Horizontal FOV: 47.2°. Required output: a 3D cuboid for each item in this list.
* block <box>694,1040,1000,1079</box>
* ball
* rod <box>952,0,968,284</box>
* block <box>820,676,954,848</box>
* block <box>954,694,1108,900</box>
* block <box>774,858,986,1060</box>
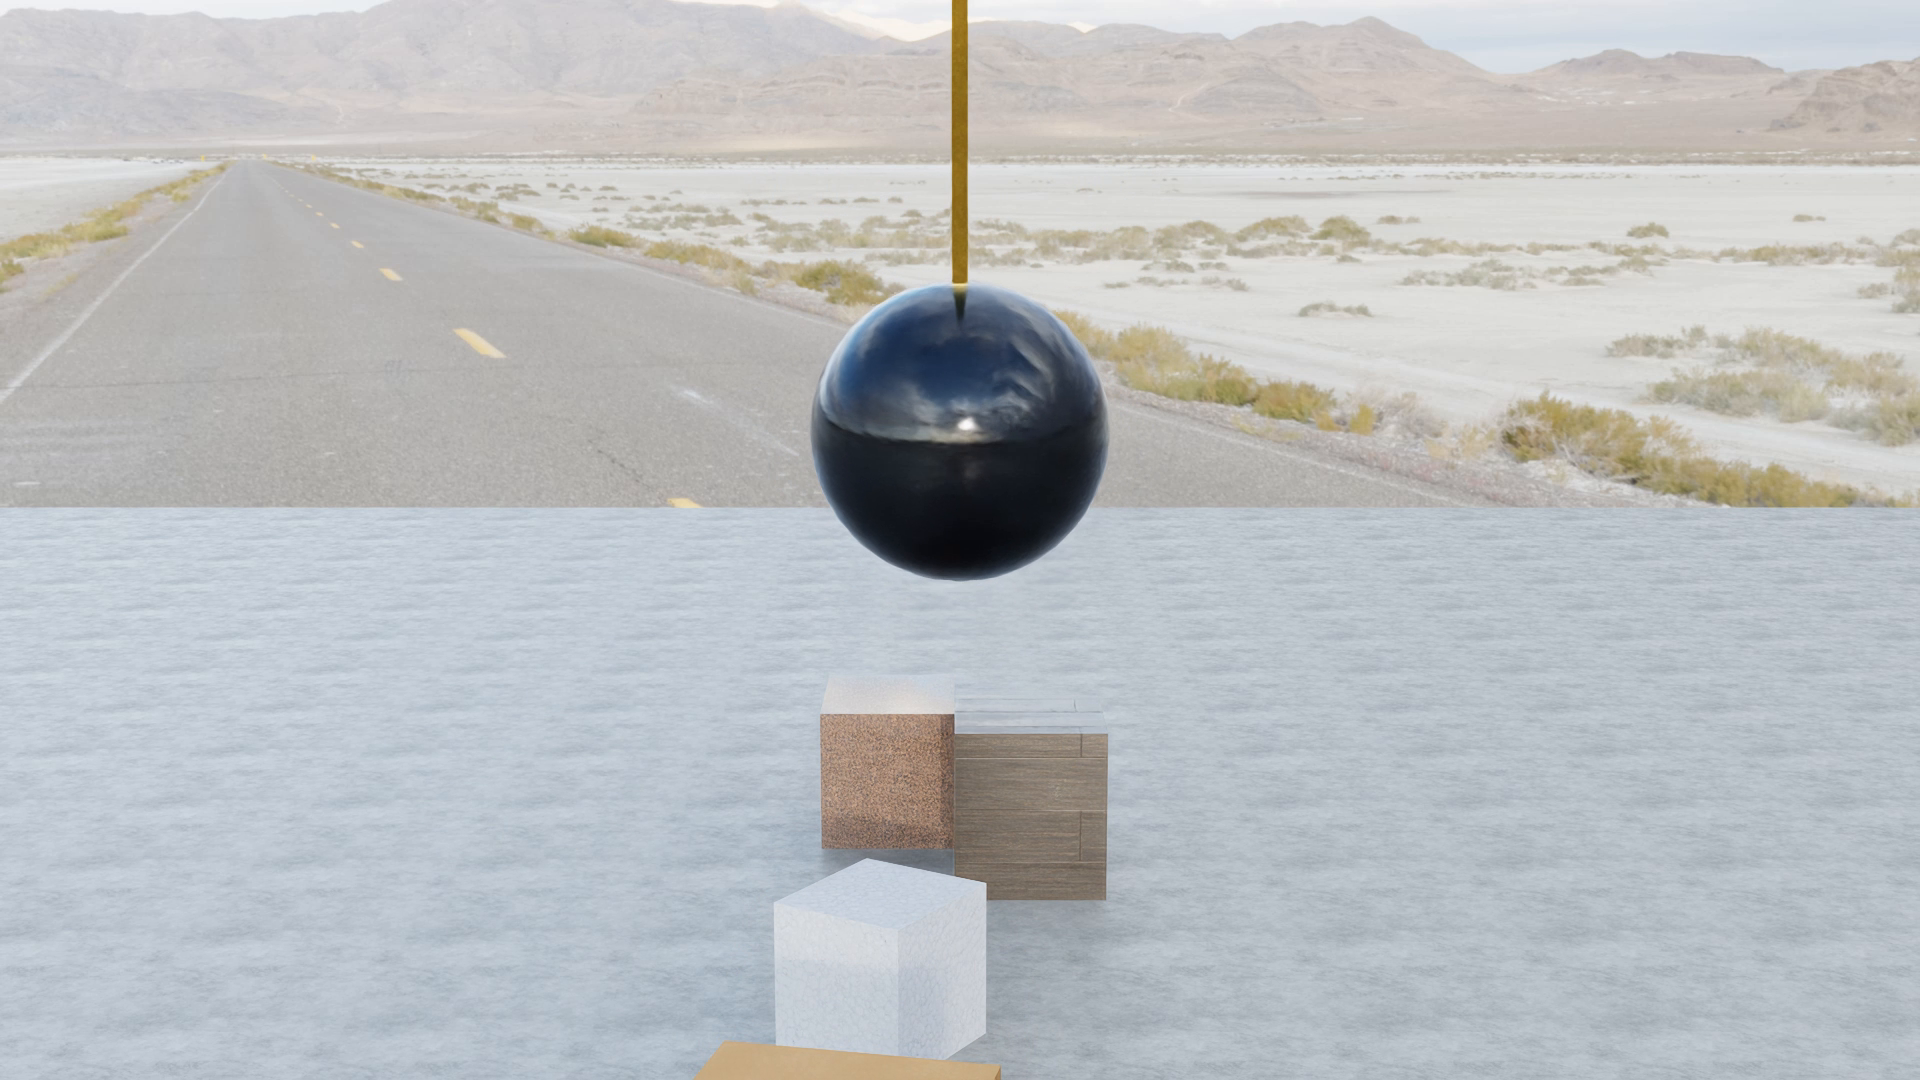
[{"bbox_3d":[-0.372,1.996,6.317,0.856,0.812,0.706,2,11,12],"label":"block"},{"bbox_3d":[0.000,-0.579,11.700,1.600,1.600,1.600,0,10,0],"label":"ball"},{"bbox_3d":[0.000,-3.844,10.752,0.080,5.200,0.080,0,16,0],"label":"rod"},{"bbox_3d":[-0.361,1.135,11.372,0.668,0.699,0.804,0,10,0],"label":"block"},{"bbox_3d":[0.330,1.226,10.571,0.709,0.807,0.718,0,10,0],"label":"block"},{"bbox_3d":[-0.305,1.677,8.594,0.571,0.625,0.626,6,12,32],"label":"block"}]
